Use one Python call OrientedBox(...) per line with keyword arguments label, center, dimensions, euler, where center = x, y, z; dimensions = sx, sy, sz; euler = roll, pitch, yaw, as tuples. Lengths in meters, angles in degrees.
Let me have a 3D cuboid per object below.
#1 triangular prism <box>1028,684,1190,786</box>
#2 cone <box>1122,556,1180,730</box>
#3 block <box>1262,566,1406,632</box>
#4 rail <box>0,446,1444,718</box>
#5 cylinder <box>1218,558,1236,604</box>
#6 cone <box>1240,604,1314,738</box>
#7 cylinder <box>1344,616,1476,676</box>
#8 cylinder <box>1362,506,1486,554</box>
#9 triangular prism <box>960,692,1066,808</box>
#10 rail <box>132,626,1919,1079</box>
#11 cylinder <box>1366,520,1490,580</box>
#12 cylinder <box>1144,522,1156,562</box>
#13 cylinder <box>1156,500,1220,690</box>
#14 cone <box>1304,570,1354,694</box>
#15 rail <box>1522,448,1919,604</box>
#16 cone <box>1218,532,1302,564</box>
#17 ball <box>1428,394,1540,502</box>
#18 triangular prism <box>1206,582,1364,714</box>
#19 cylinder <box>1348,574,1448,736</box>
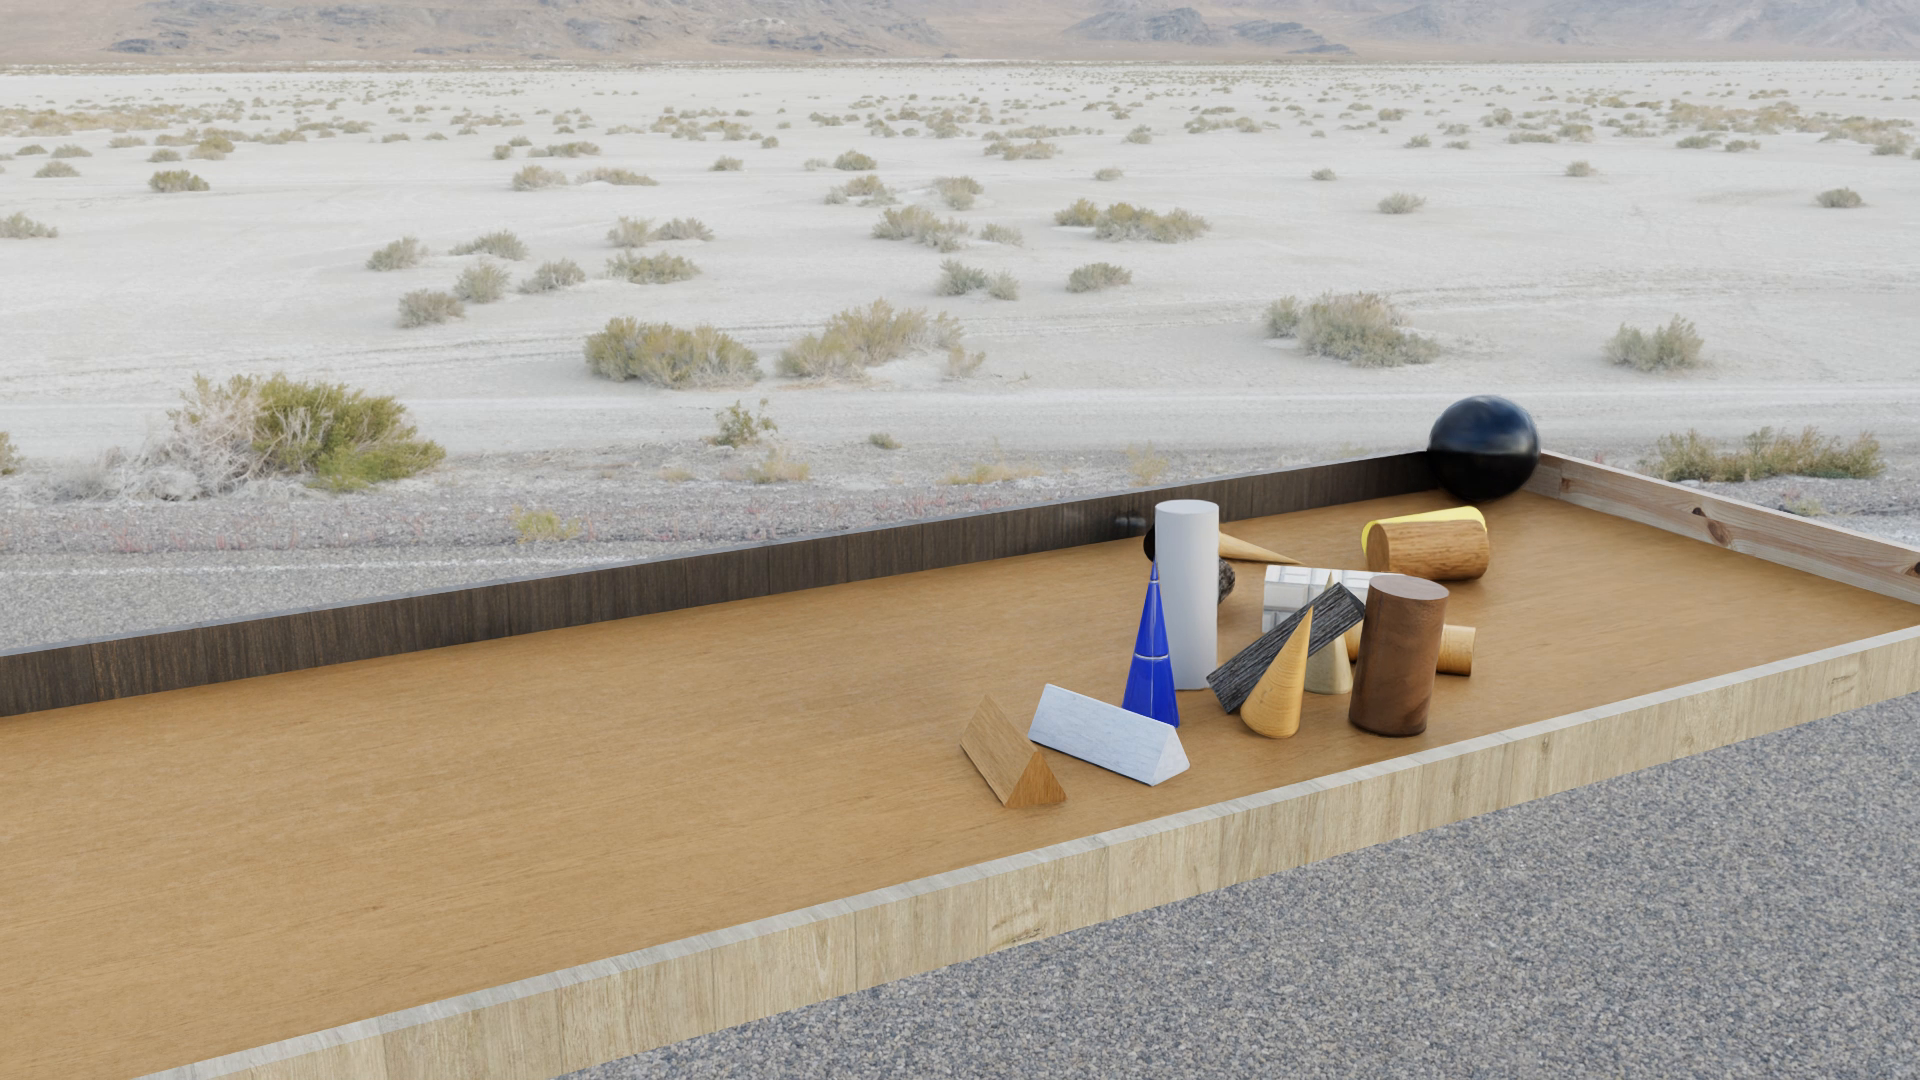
OrientedBox(label="triangular prism", center=(0.329, 0.422, 3.695), dimensions=(0.359, 0.119, 0.137), euler=(15, 23, 42))
OrientedBox(label="cone", center=(0.446, 0.234, 3.834), dimensions=(0.145, 0.409, 0.145), euler=(0, 16, 0))
OrientedBox(label="block", center=(1.021, 0.173, 4.504), dimensions=(0.372, 0.148, 0.148), euler=(4, 17, 13))
OrientedBox(label="rail", center=(-3.305, 0.497, 3.399), dimensions=(12.000, 0.150, 0.050), euler=(-9, 18, -27))
OrientedBox(label="cylinder", center=(0.645, 0.157, 4.595), dimensions=(0.127, 0.127, 0.376), euler=(9, 18, 27))
OrientedBox(label="cone", center=(0.753, 0.278, 3.750), dimensions=(0.141, 0.344, 0.141), euler=(8, 36, -6))
OrientedBox(label="cylinder", center=(1.098, 0.261, 4.249), dimensions=(0.431, 0.122, 0.122), euler=(6, 17, 19))
OrientedBox(label="cylinder", center=(1.456, -0.017, 5.174), dimensions=(0.385, 0.135, 0.135), euler=(-8, 18, -26))
OrientedBox(label="triangular prism", center=(0.112, 0.449, 3.605), dimensions=(0.138, 0.119, 0.348), euler=(-5, 17, -15))
OrientedBox(label="rail", center=(-2.336, 1.006, 1.665), dimensions=(12.000, 0.150, 0.050), euler=(-9, 18, -27))
OrientedBox(label="cylinder", center=(1.394, 0.034, 4.923), dimensions=(0.307, 0.178, 0.178), euler=(-2, 17, -8))
OrientedBox(label="cylinder", center=(0.670, -0.023, 5.205), dimensions=(0.128, 0.128, 0.305), euler=(5, 17, 16))
OrientedBox(label="cylinder", center=(0.562, 0.135, 4.095), dimensions=(0.155, 0.445, 0.155), euler=(-1, 14, 0))
OrientedBox(label="cone", center=(0.910, 0.215, 4.086), dimensions=(0.149, 0.303, 0.149), euler=(0, 16, 0))
OrientedBox(label="rail", center=(2.466, -0.048, 5.253), dimensions=(0.050, 0.150, 2.100), euler=(-9, 18, -27))
OrientedBox(label="cone", center=(0.900, 0.038, 5.132), dimensions=(0.367, 0.106, 0.106), euler=(13, 19, 13))
OrientedBox(label="ball", center=(1.834, -0.322, 5.784), dimensions=(0.376, 0.376, 0.376), euler=(0, 16, 0))
OrientedBox(label="triangular prism", center=(0.765, 0.249, 3.907), dimensions=(0.400, 0.092, 0.106), euler=(-39, 2, 22))
OrientedBox(label="cylinder", center=(1.019, 0.266, 3.837), dimensions=(0.180, 0.333, 0.180), euler=(4, 17, -1))
